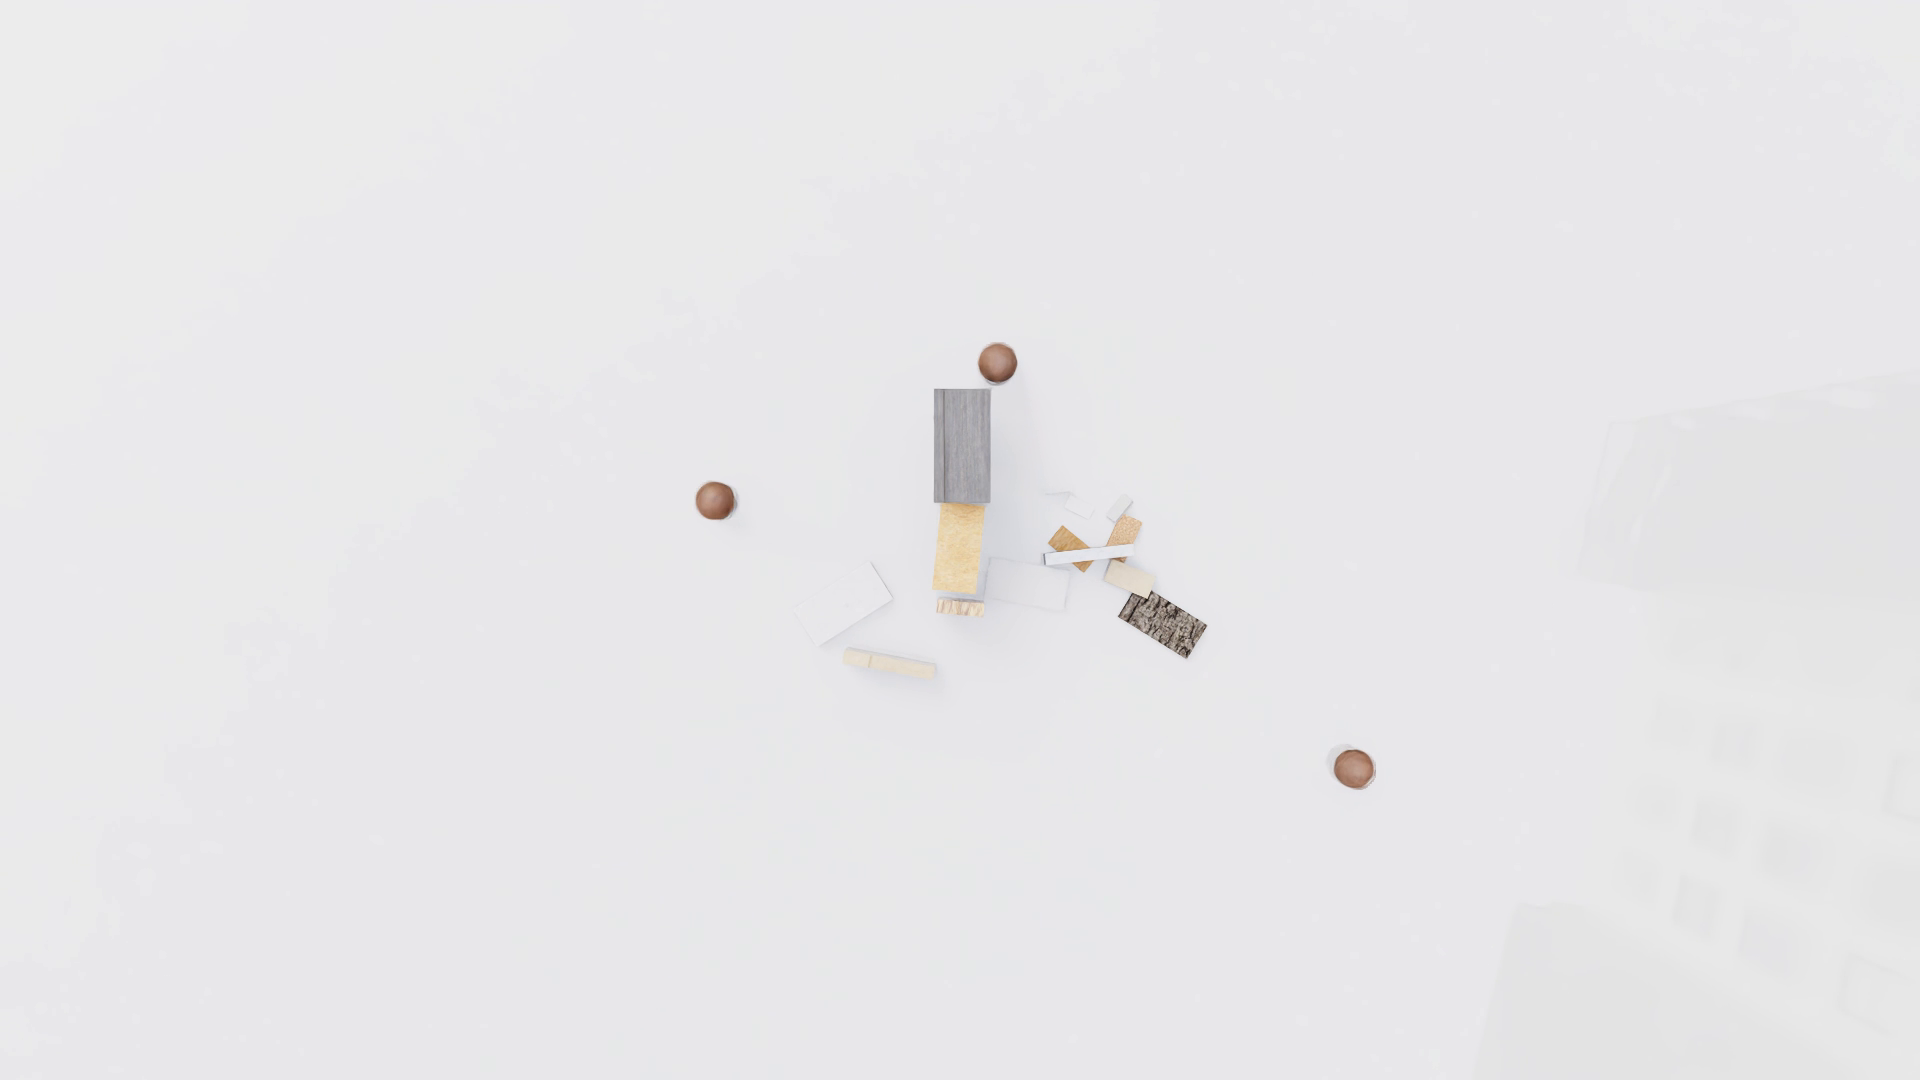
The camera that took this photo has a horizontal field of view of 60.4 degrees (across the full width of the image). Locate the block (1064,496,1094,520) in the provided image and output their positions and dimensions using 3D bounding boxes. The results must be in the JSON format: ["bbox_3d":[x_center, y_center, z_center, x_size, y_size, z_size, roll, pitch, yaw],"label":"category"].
[{"bbox_3d":[0.397,-0.109,5.493,0.092,0.013,0.046,27,90,0],"label":"block"}]

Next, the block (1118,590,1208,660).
[{"bbox_3d":[0.673,0.269,5.481,0.266,0.038,0.133,32,90,0],"label":"block"}]

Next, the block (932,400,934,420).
[{"bbox_3d":[0.002,-0.412,5.324,0.176,0.353,0.050,0,90,0],"label":"block"}]

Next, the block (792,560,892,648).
[{"bbox_3d":[-0.387,0.212,5.479,0.299,0.042,0.149,-32,90,0],"label":"block"}]

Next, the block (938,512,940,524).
[{"bbox_3d":[0.002,-0.066,5.361,0.139,0.278,0.039,0,90,0],"label":"block"}]

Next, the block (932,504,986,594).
[{"bbox_3d":[-0.004,0.024,5.202,0.139,0.039,0.278,6,90,0],"label":"block"}]

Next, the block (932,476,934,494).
[{"bbox_3d":[0.002,-0.175,5.324,0.176,0.353,0.050,0,90,0],"label":"block"}]

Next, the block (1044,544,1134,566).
[{"bbox_3d":[0.421,0.047,5.412,0.289,0.133,0.038,-6,90,0],"label":"block"}]

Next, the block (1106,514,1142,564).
[{"bbox_3d":[0.540,-0.004,5.489,0.078,0.022,0.156,24,90,0],"label":"block"}]

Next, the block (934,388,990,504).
[{"bbox_3d":[0.007,-0.292,5.122,0.176,0.050,0.353,0,90,0],"label":"block"}]

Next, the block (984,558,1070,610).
[{"bbox_3d":[0.222,0.145,5.481,0.266,0.038,0.133,10,90,0],"label":"block"}]

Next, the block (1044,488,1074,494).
[{"bbox_3d":[0.328,-0.164,5.477,0.092,0.046,0.013,-7,90,0],"label":"block"}]

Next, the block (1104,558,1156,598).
[{"bbox_3d":[0.562,0.128,5.456,0.156,0.022,0.078,22,89,8],"label":"block"}]

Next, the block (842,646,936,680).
[{"bbox_3d":[-0.231,0.405,5.425,0.299,0.149,0.042,11,90,0],"label":"block"}]

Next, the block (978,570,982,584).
[{"bbox_3d":[0.001,0.120,5.361,0.139,0.278,0.039,0,90,0],"label":"block"}]

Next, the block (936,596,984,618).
[{"bbox_3d":[0.001,0.216,5.351,0.149,0.299,0.042,5,90,0],"label":"block"}]

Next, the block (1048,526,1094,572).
[{"bbox_3d":[0.376,0.030,5.489,0.156,0.022,0.078,39,90,0],"label":"block"}]

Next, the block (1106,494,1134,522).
[{"bbox_3d":[0.531,-0.104,5.480,0.092,0.013,0.046,-51,50,0],"label":"block"}]
